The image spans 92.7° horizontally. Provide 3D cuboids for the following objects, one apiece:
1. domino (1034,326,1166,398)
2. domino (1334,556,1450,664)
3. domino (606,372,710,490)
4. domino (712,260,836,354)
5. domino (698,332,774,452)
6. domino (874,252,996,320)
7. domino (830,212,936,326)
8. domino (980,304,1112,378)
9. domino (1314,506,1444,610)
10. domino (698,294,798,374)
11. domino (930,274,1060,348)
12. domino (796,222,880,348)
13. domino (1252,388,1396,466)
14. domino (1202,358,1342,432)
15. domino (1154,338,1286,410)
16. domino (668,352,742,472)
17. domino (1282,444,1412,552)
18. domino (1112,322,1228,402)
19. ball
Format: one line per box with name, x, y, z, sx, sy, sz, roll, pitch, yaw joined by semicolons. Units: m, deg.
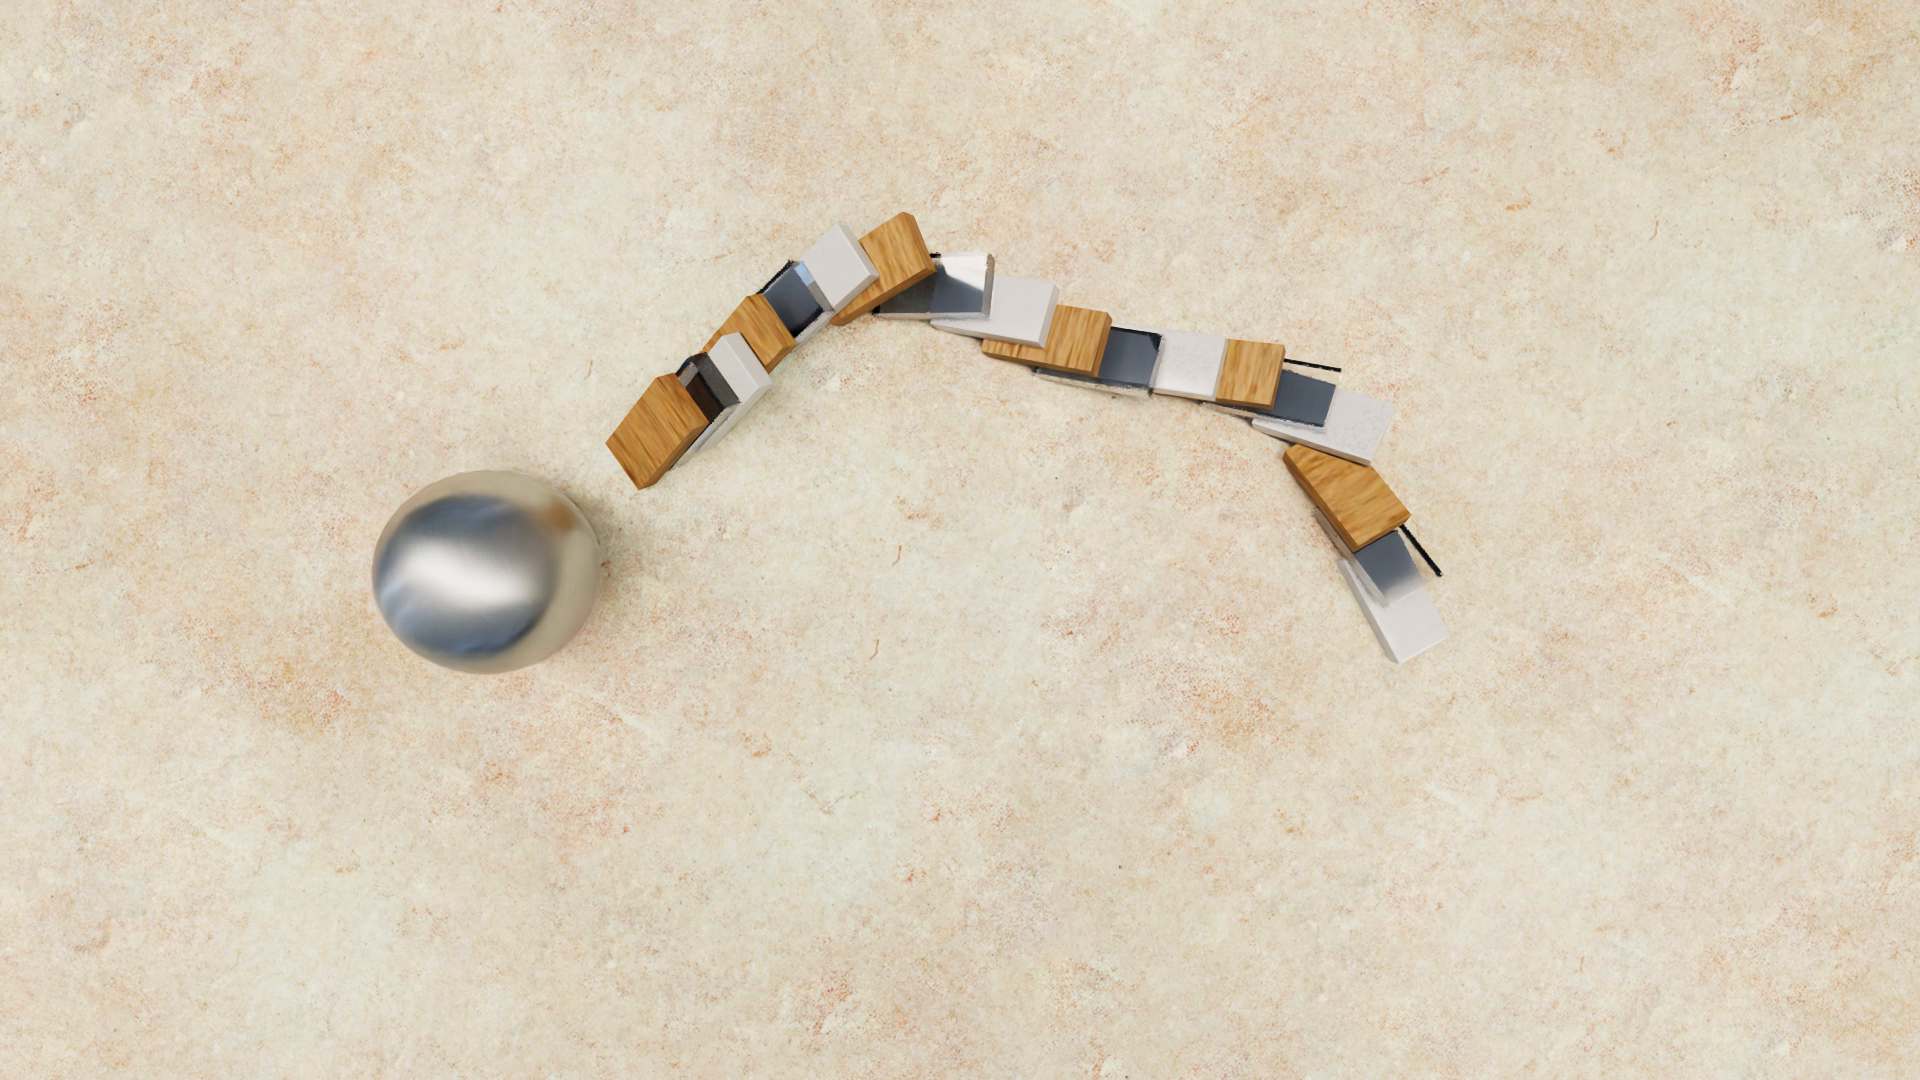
domino;0.059;-0.077;0.386;0.050;0.010;0.025;15;90;23
domino;0.187;0.025;0.395;0.025;0.010;0.050;-29;90;0
domino;-0.127;-0.044;0.381;0.050;0.010;0.025;-35;90;38
domino;-0.079;-0.091;0.385;0.050;0.009;0.025;-34;90;26
domino;-0.100;-0.061;0.381;0.050;0.009;0.025;-35;90;38
domino;-0.011;-0.107;0.386;0.050;0.010;0.025;5;90;23
domino;-0.037;-0.113;0.384;0.050;0.009;0.025;-23;87;27
domino;0.036;-0.086;0.386;0.050;0.010;0.025;16;90;23
domino;0.175;0.001;0.386;0.025;0.009;0.050;-29;67;0
domino;-0.092;-0.076;0.382;0.050;0.009;0.025;-35;90;36
domino;0.014;-0.098;0.386;0.050;0.010;0.025;15;90;23
domino;-0.060;-0.106;0.384;0.050;0.009;0.025;-34;87;26
domino;0.152;-0.052;0.385;0.050;0.009;0.025;23;89;25
domino;0.131;-0.063;0.385;0.050;0.010;0.025;17;89;25
domino;0.108;-0.071;0.385;0.050;0.009;0.025;13;90;25
domino;-0.114;-0.053;0.381;0.050;0.010;0.025;-35;90;38
domino;0.162;-0.023;0.386;0.025;0.009;0.050;-30;68;0
domino;0.084;-0.075;0.385;0.050;0.010;0.025;13;90;24
ball;-0.184;0.012;0.360;0.080;0.080;0.080;0;90;0
